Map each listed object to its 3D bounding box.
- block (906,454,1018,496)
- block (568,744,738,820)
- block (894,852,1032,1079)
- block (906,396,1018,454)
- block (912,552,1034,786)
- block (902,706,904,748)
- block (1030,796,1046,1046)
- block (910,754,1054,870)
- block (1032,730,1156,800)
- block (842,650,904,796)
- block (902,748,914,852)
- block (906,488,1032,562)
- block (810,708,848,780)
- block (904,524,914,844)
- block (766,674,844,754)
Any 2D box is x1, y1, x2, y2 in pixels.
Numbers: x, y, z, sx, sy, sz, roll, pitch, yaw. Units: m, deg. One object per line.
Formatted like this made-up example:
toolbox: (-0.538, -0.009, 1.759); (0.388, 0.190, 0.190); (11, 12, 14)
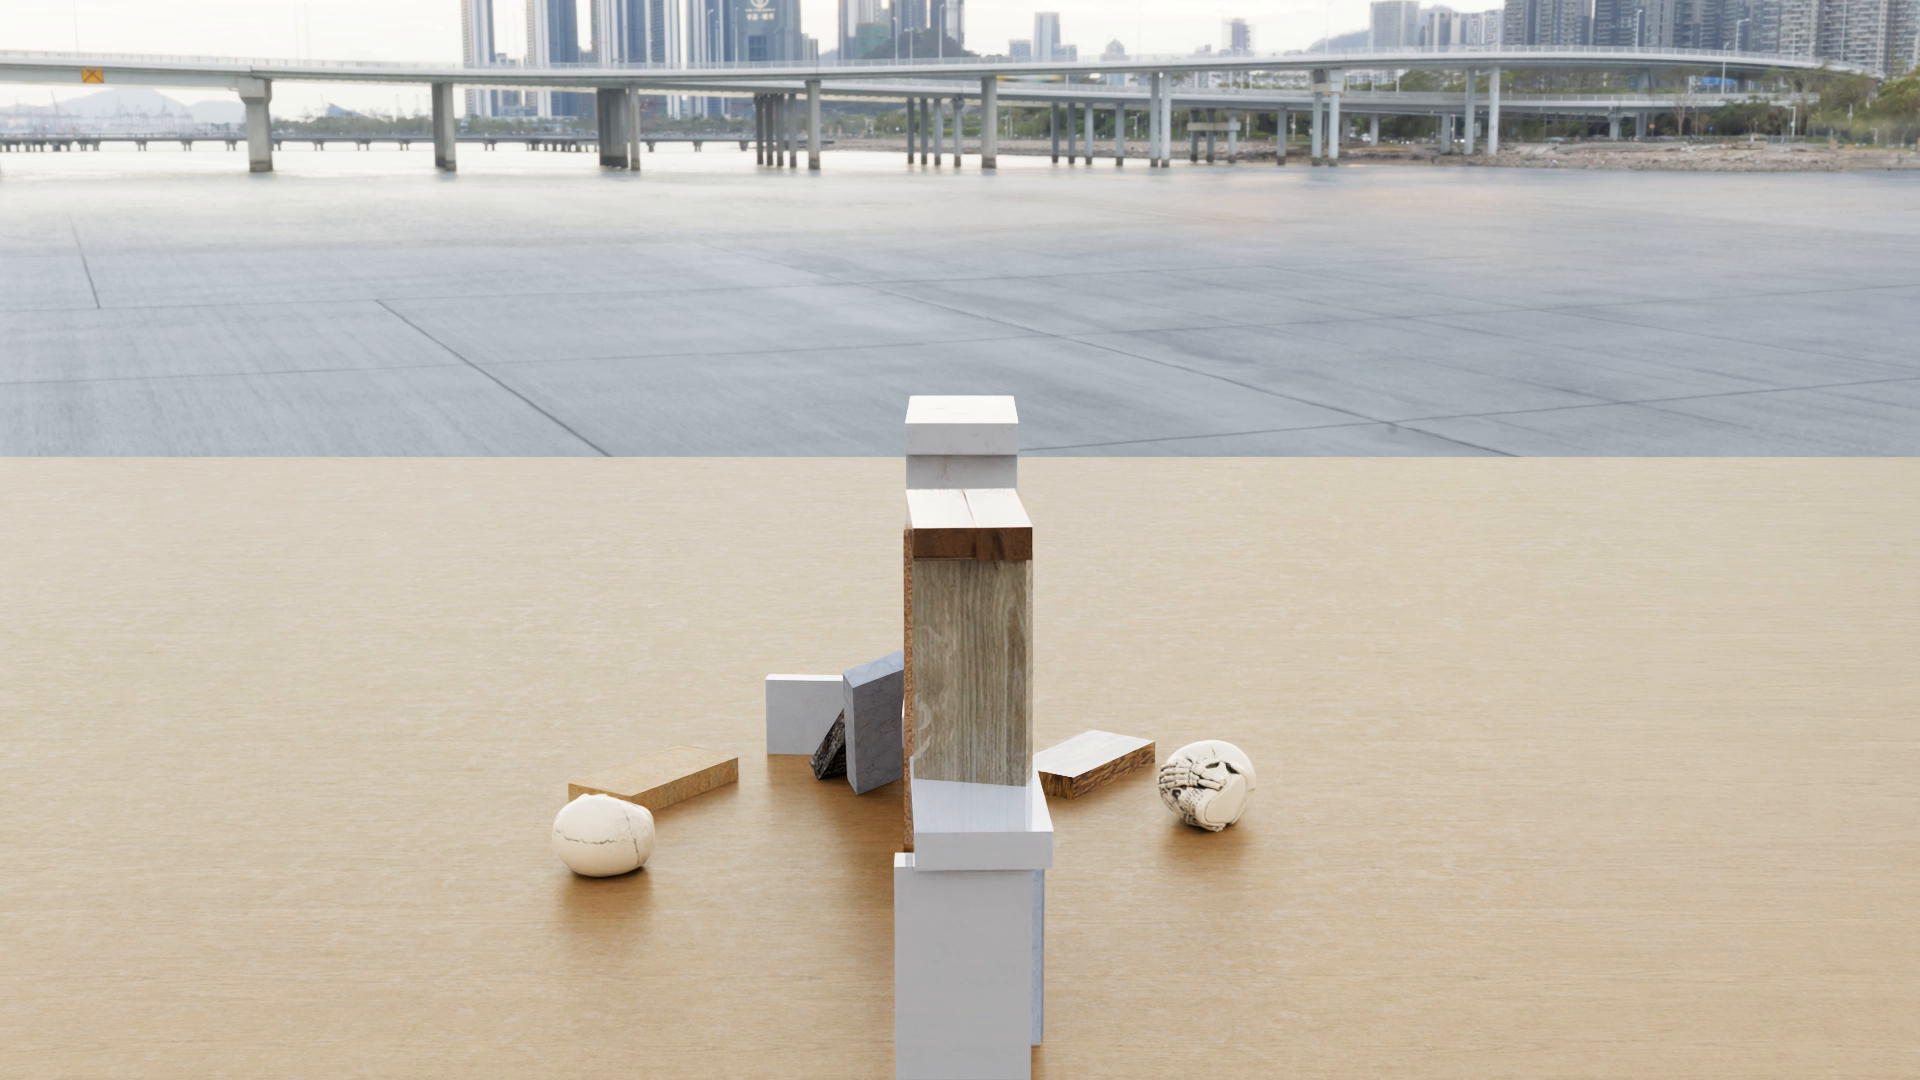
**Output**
block: (0.003, 0.032, 3.553); (0.178, 0.360, 0.050); (0, 11, 0)
block: (-0.587, 0.463, 4.231); (0.157, 0.044, 0.313); (7, 13, 33)
block: (0.004, 0.573, 2.813); (0.173, 0.346, 0.049); (0, 12, 0)
block: (0.003, -0.192, 3.632); (0.178, 0.050, 0.355); (0, 11, 0)
block: (0.017, 0.169, 2.927); (0.154, 0.309, 0.044); (3, 12, 14)
block: (-0.001, 0.257, 3.457); (0.171, 0.048, 0.342); (0, 11, 0)
block: (0.029, 0.527, 3.063); (0.173, 0.346, 0.049); (1, 10, 7)
block: (0.023, 0.355, 2.902); (0.173, 0.049, 0.346); (0, 10, -2)
block: (0.241, 0.441, 4.350); (0.155, 0.044, 0.310); (7, 13, 34)
block: (-0.136, 0.340, 4.141); (0.157, 0.313, 0.044); (-20, 49, -19)
block: (-0.001, 0.470, 3.381); (0.171, 0.342, 0.048); (0, 11, 0)
block: (0.008, -0.023, 2.992); (0.154, 0.044, 0.309); (-1, 11, -3)
block: (-0.163, 0.349, 4.260); (0.155, 0.310, 0.044); (-8, 55, -36)
block: (-0.002, 0.206, 3.126); (0.154, 0.455, 0.044); (0, 9, 0)
block: (-0.237, 0.358, 4.490); (0.313, 0.157, 0.044); (1, 11, 4)
